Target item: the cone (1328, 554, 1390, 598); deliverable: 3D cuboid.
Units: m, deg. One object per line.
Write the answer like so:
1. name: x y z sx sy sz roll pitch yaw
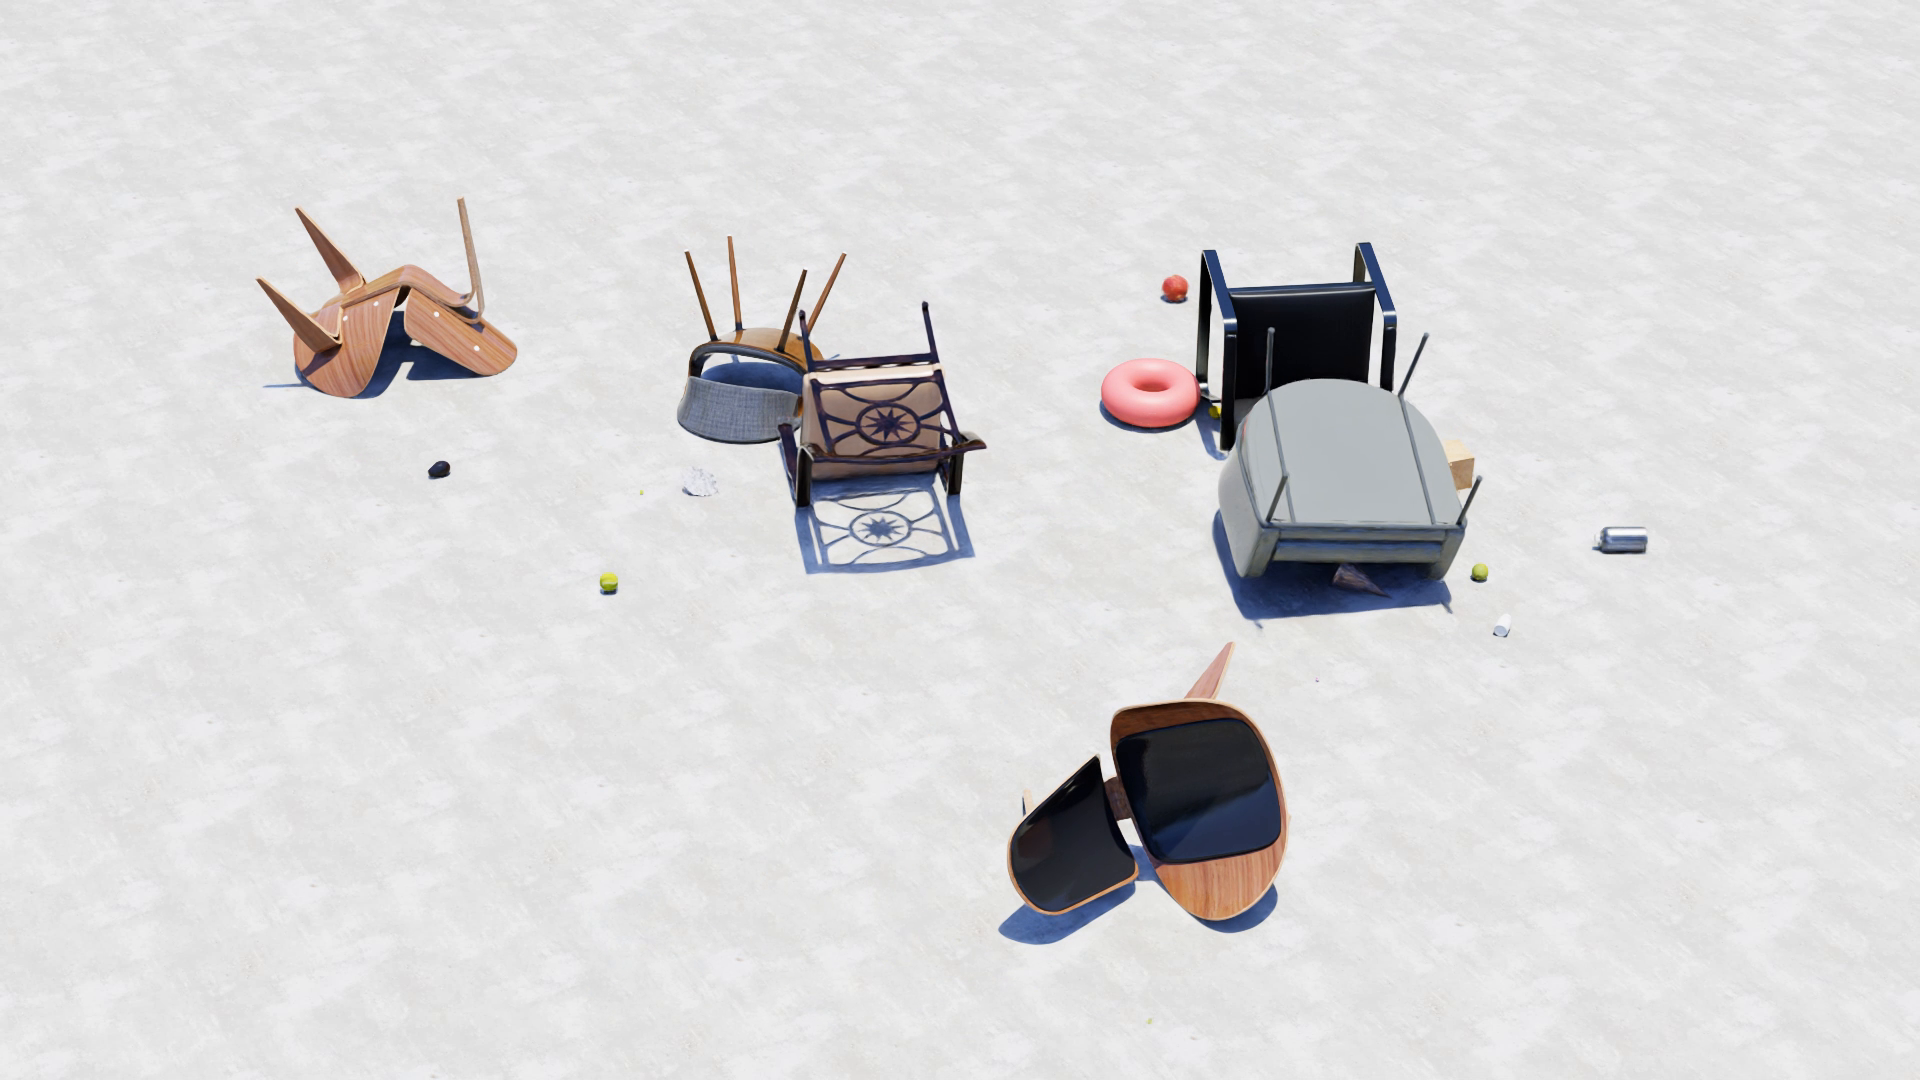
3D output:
1. cone: 1.466 0.161 10.631 0.224 0.176 0.119 27 69 4

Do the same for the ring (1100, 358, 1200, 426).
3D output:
1. ring: 0.763 -0.589 11.712 0.399 0.142 0.413 17 36 22

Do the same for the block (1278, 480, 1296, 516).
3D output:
1. block: 1.250 -0.158 11.098 0.069 0.094 0.111 0 33 0

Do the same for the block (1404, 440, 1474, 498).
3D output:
1. block: 1.837 -0.276 11.238 0.216 0.138 0.141 -10 35 -15

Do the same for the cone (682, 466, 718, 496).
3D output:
1. cone: -1.000 -0.219 11.234 0.149 0.070 0.108 31 79 -2

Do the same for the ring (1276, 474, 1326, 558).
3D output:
1. ring: 1.257 -0.089 10.806 0.122 0.314 0.419 17 24 5
